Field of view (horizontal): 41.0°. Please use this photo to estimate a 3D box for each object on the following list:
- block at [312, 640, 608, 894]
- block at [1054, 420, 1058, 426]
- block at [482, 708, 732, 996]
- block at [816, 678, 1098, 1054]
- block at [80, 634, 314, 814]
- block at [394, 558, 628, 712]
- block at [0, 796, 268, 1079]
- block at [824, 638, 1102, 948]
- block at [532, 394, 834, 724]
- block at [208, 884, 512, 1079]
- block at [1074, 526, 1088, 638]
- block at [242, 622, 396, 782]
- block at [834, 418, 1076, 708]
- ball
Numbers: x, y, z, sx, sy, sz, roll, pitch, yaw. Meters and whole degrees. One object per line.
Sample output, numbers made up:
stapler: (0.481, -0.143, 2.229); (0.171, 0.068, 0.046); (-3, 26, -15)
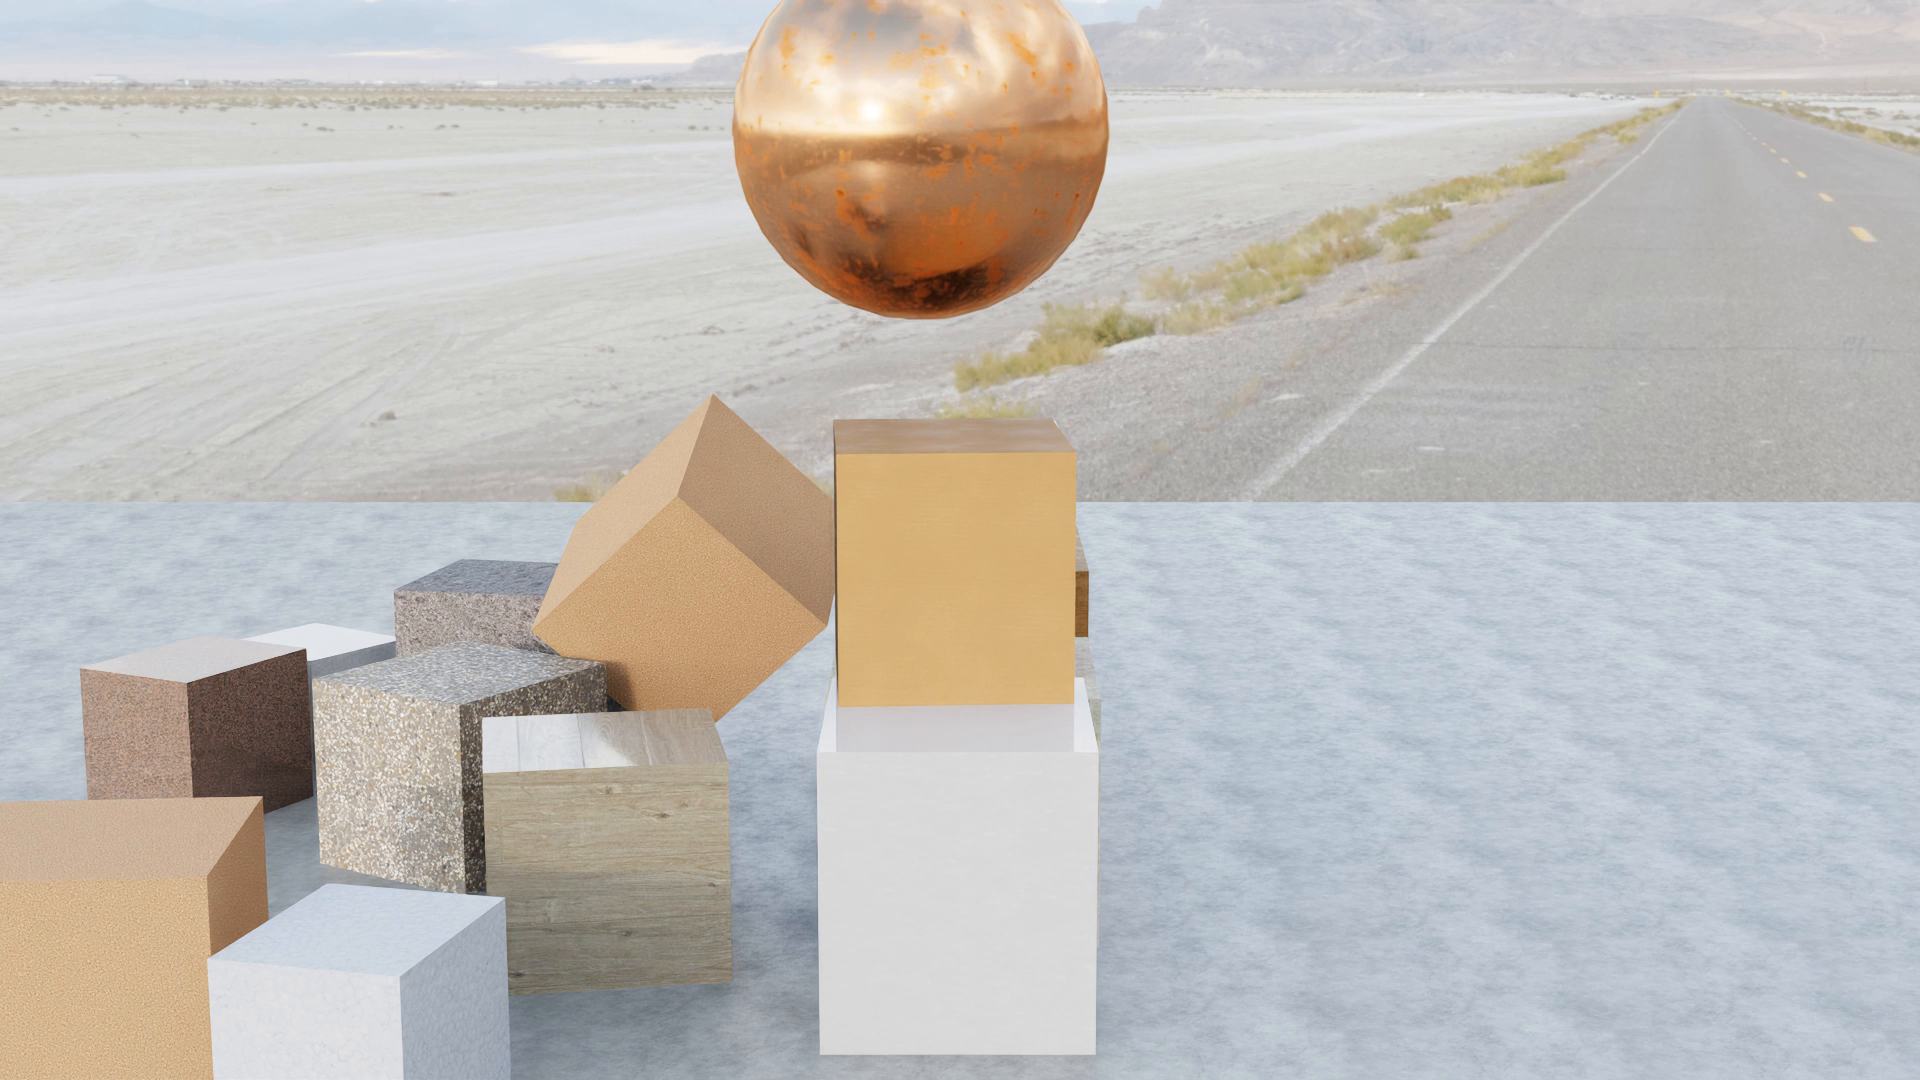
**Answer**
block: (-2.249, 1.009, 11.636); (0.891, 0.851, 0.951); (7, 12, 32)
block: (-0.009, 0.004, 11.109); (0.899, 0.933, 0.853); (0, 10, -2)
block: (-1.429, 1.231, 10.305); (0.932, 0.891, 0.864); (-2, 10, -10)
block: (-0.008, 1.207, 9.763); (1.000, 1.131, 1.140); (0, 10, 0)
block: (-3.664, 0.932, 12.354); (0.666, 0.747, 0.814); (5, 12, 27)
block: (-2.182, 0.684, 13.015); (1.058, 0.998, 0.843); (2, 11, 12)
block: (-2.980, 1.472, 8.950); (0.939, 0.901, 0.959); (-1, 10, -4)
block: (0.012, 1.045, 10.903); (1.106, 1.042, 1.141); (0, 10, 0)
block: (-1.254, 0.151, 12.211); (1.019, 0.923, 1.064); (-41, 19, 22)
block: (-1.981, 1.636, 8.557); (0.668, 0.719, 0.806); (3, 11, 14)
block: (0.013, 0.617, 12.886); (1.198, 1.176, 1.230); (0, 10, 0)
block: (-3.334, 0.827, 13.280); (0.680, 0.621, 0.633); (7, 12, 34)
block: (-0.042, 0.065, 10.173); (0.900, 0.971, 0.986); (-1, 10, -3)
ball: (-0.166, -1.733, 10.865); (1.600, 1.600, 1.600); (0, 10, 0)
